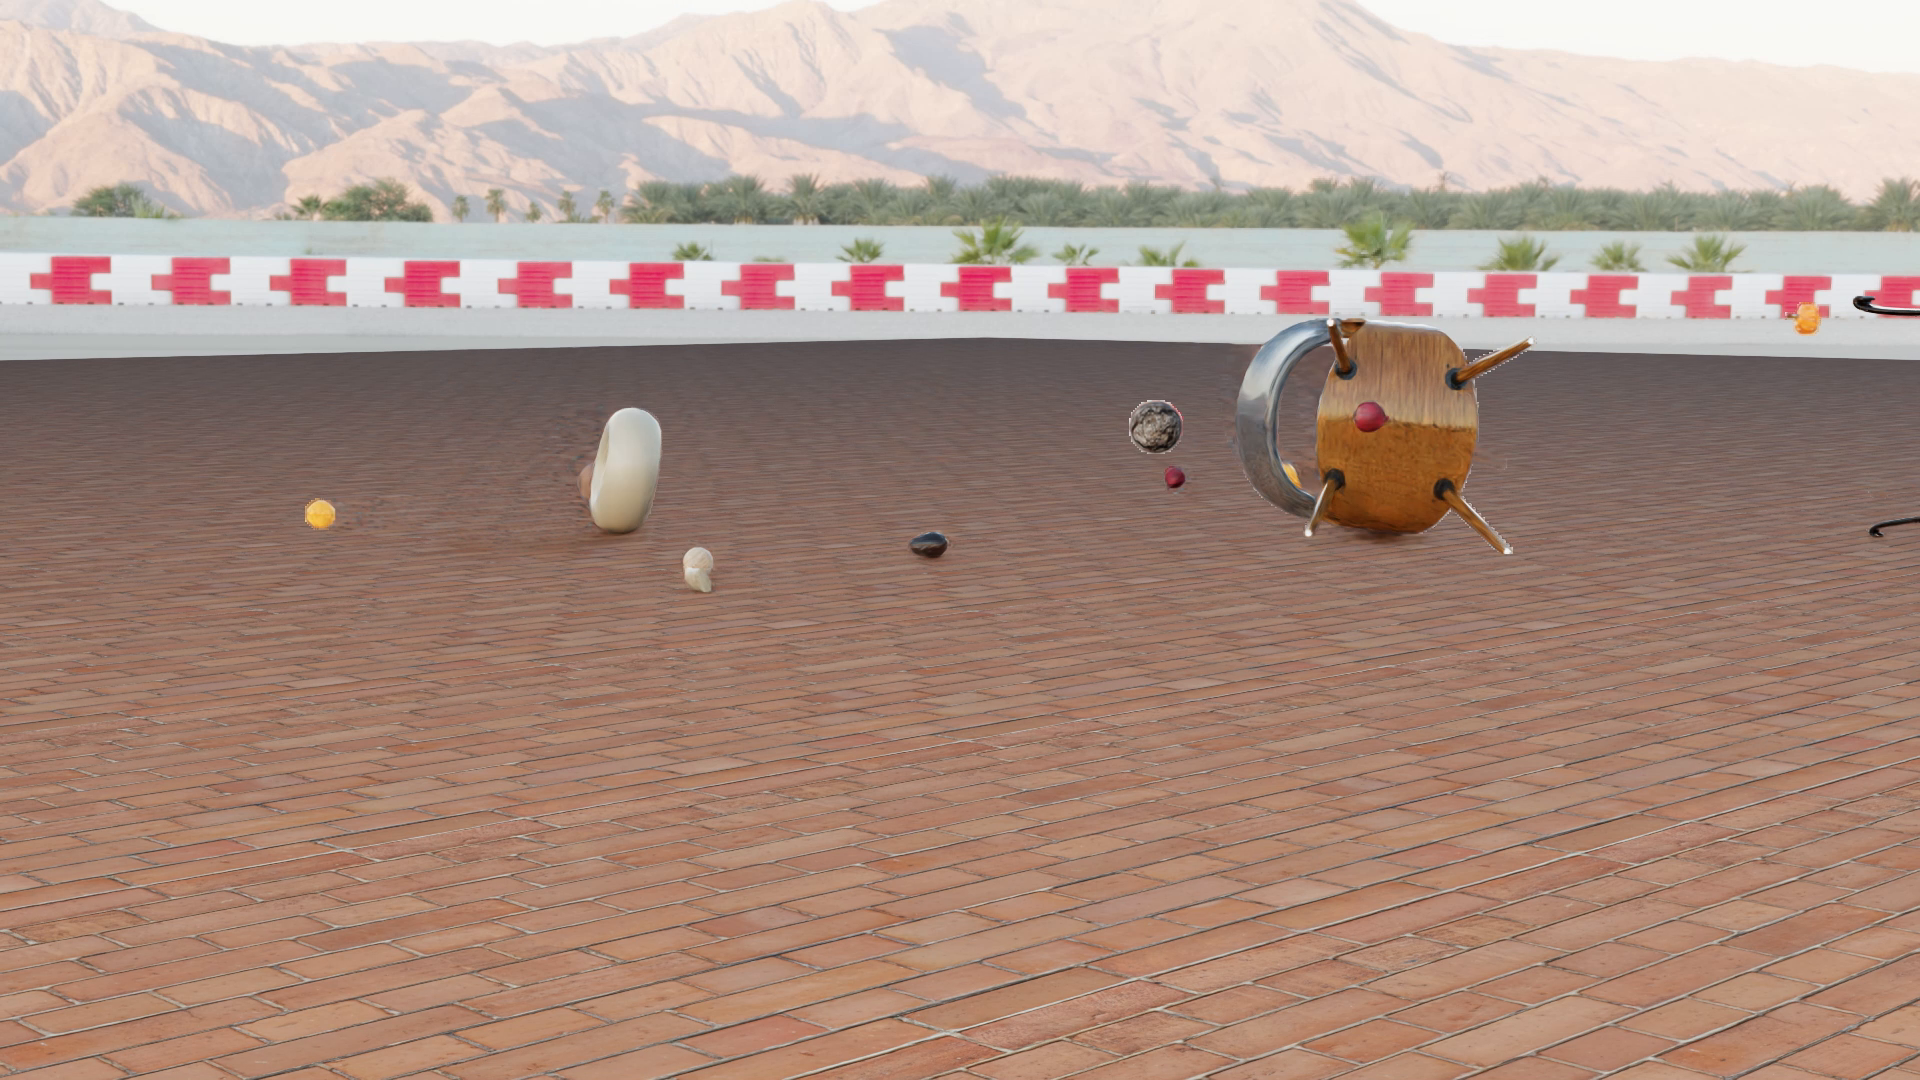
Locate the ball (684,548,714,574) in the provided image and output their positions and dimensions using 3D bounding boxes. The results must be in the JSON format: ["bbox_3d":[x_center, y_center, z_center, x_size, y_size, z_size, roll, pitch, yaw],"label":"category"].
[{"bbox_3d":[-0.573,0.049,5.615,0.066,0.066,0.066,0,6,0],"label":"ball"}]

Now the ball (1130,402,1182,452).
[{"bbox_3d":[0.500,-0.288,6.542,0.129,0.129,0.129,0,6,0],"label":"ball"}]

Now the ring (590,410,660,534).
[{"bbox_3d":[-0.856,-0.175,6.560,0.133,0.330,0.262,10,15,-17],"label":"ring"}]
